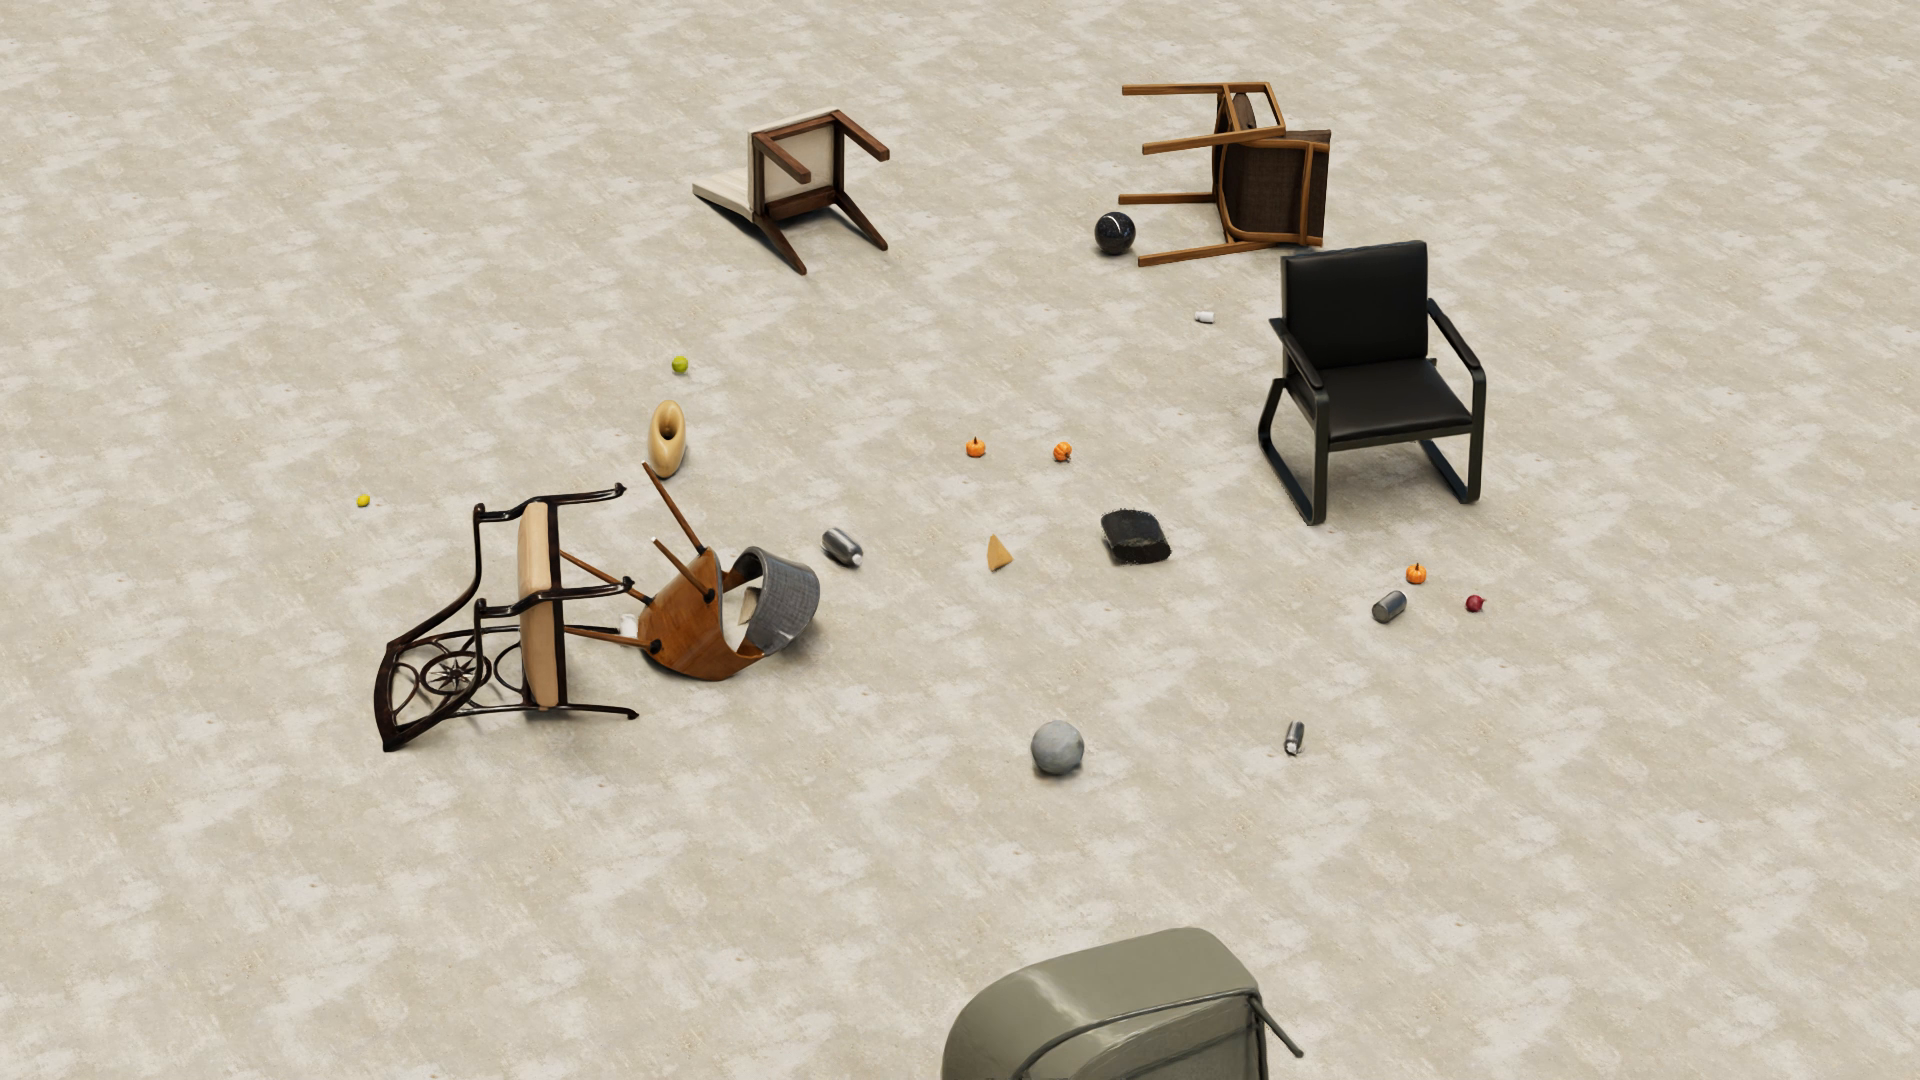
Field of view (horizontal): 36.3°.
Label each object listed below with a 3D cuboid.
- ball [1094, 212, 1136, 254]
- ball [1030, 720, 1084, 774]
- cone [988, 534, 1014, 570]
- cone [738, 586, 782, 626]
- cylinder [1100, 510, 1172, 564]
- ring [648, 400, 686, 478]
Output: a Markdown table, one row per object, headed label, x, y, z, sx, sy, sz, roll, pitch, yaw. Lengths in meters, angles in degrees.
| label | x | y | z | sx | sy | sz | roll | pitch | yaw |
| --- | --- | --- | --- | --- | --- | --- | --- | --- | --- |
| ball | 0.678 | -1.344 | 12.815 | 0.185 | 0.185 | 0.185 | 0 | 33 | 0 |
| ball | 0.324 | 0.688 | 9.738 | 0.178 | 0.178 | 0.178 | 0 | 33 | 0 |
| cone | 0.162 | 0.059 | 10.817 | 0.092 | 0.085 | 0.172 | 19 | 41 | -21 |
| cone | -0.752 | 0.257 | 10.516 | 0.156 | 0.081 | 0.159 | 28 | 57 | 20 |
| cylinder | 0.651 | -0.013 | 10.857 | 0.228 | 0.110 | 0.197 | 4 | 32 | -16 |
| ring | -1.142 | -0.396 | 11.414 | 0.150 | 0.147 | 0.435 | 6 | 35 | -8 |
